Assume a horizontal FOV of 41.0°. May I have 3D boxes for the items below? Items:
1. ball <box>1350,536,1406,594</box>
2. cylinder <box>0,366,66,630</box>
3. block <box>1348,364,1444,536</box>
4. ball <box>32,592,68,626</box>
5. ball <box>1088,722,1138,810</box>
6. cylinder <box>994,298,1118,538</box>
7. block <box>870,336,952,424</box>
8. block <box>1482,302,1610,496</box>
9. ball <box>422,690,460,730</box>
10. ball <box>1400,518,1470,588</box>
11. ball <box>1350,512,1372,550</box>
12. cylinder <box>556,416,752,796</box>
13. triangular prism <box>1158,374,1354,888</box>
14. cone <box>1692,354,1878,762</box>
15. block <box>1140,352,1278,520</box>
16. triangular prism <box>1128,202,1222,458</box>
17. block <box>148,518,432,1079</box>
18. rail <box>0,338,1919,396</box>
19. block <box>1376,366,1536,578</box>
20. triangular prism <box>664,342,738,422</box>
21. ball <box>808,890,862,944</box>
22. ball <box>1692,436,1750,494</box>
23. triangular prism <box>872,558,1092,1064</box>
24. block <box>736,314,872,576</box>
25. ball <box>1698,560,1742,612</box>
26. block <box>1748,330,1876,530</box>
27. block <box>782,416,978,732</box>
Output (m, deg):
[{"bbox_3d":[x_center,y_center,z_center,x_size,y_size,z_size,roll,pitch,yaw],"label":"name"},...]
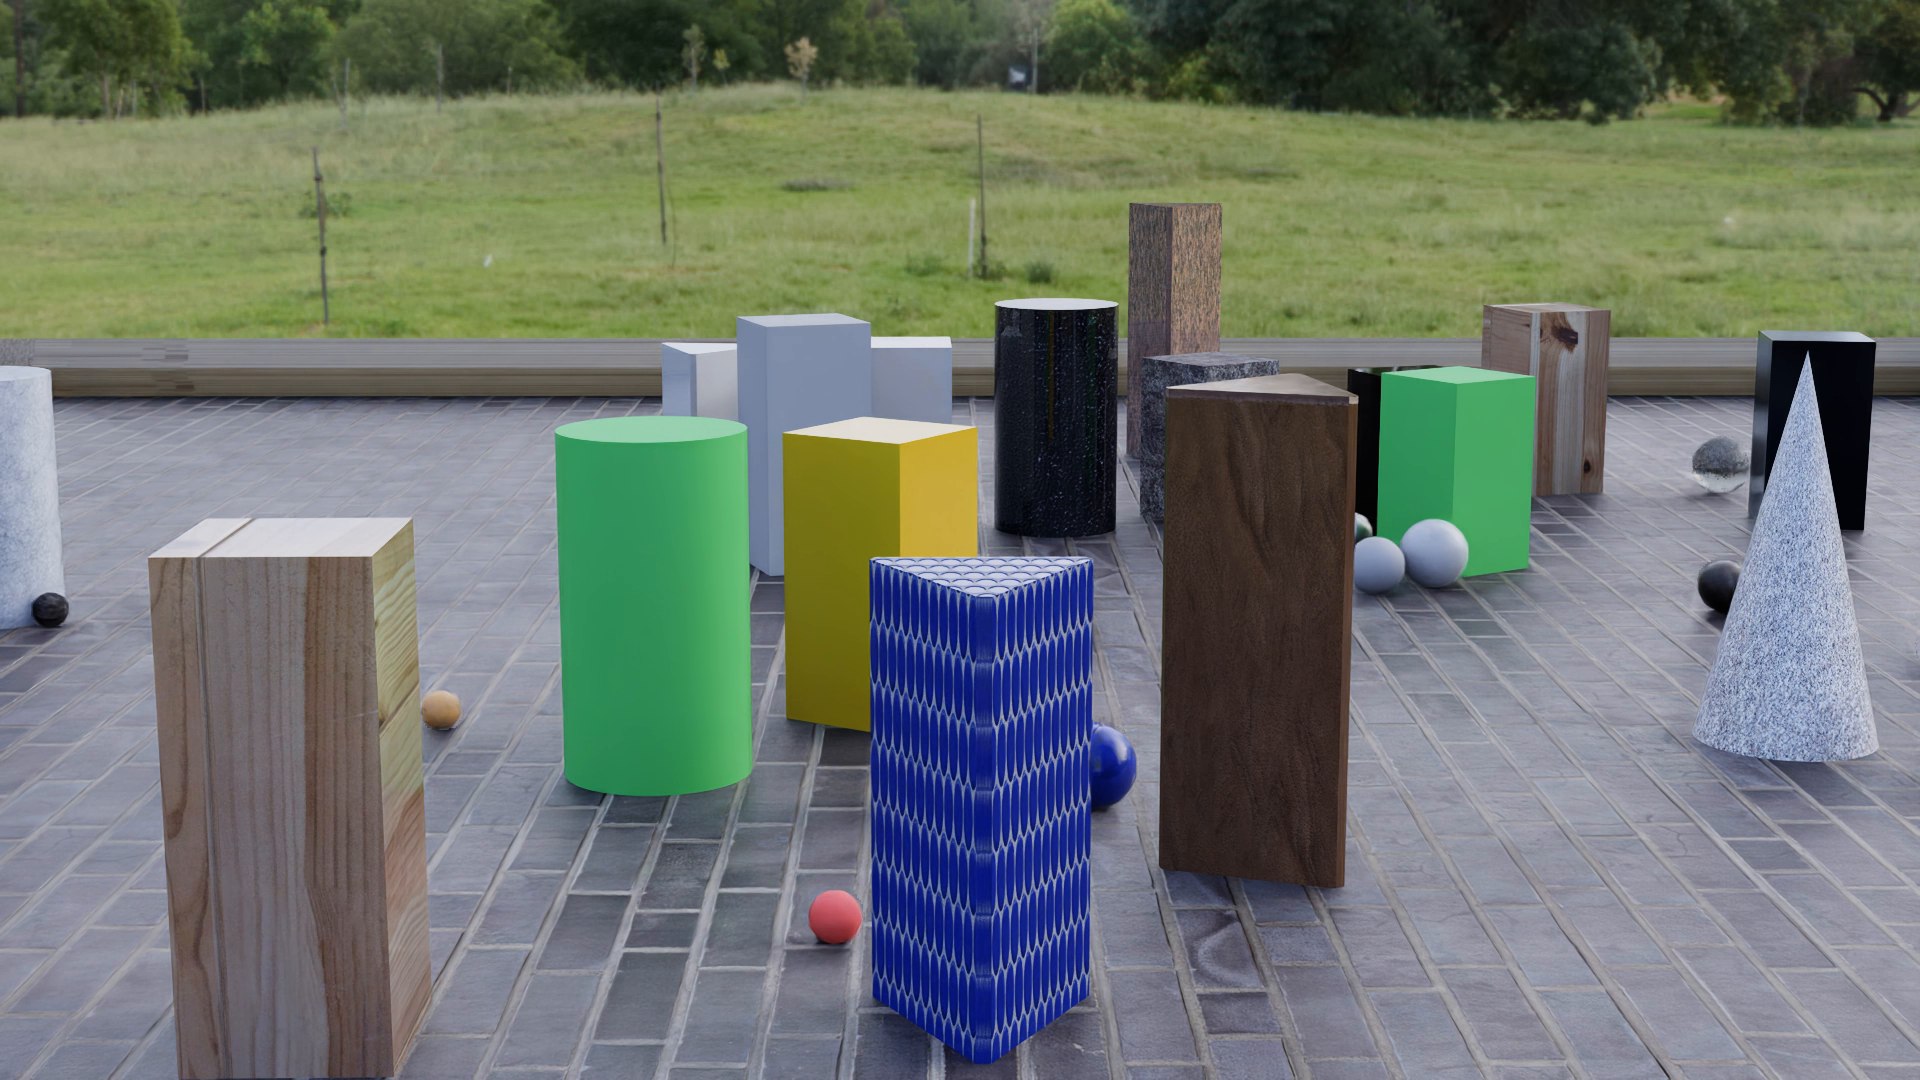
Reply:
[{"bbox_3d":[0.578,0.036,3.564,0.081,0.081,0.081,0,11,0],"label":"ball"},{"bbox_3d":[-1.298,-0.058,3.403,0.195,0.325,0.195,0,11,0],"label":"cylinder"},{"bbox_3d":[0.713,-0.138,4.027,0.156,0.253,0.156,-4,11,-21],"label":"block"},{"bbox_3d":[-1.192,0.091,3.362,0.045,0.045,0.045,0,11,0],"label":"ball"},{"bbox_3d":[0.132,0.224,2.538,0.086,0.086,0.086,0,11,0],"label":"ball"},{"bbox_3d":[0.152,-0.196,4.061,0.195,0.355,0.195,0,11,0],"label":"cylinder"},{"bbox_3d":[-0.092,-0.159,4.012,0.156,0.301,0.156,0,11,-1],"label":"block"},{"bbox_3d":[1.010,-0.246,4.445,0.156,0.314,0.156,-3,11,-18],"label":"block"},{"bbox_3d":[-0.576,0.188,2.844,0.043,0.043,0.043,0,11,0],"label":"ball"},{"bbox_3d":[0.667,0.018,3.611,0.098,0.098,0.098,0,11,0],"label":"ball"},{"bbox_3d":[0.595,-0.012,3.883,0.058,0.058,0.058,0,11,0],"label":"ball"},{"bbox_3d":[-0.315,0.064,2.649,0.195,0.360,0.195,0,11,0],"label":"cylinder"},{"bbox_3d":[0.287,0.076,2.355,0.169,0.443,0.146,4,11,20],"label":"triangular prism"},{"bbox_3d":[0.903,0.007,2.771,0.195,0.426,0.195,0,11,0],"label":"cone"},{"bbox_3d":[0.403,-0.165,4.159,0.156,0.258,0.156,-7,13,-34],"label":"block"},{"bbox_3d":[0.374,-0.388,4.777,0.146,0.472,0.169,8,13,38],"label":"triangular prism"},{"bbox_3d":[-0.492,0.187,1.909,0.156,0.386,0.156,0,11,-1],"label":"block"},{"bbox_3d":[-0.013,-0.381,5.677,4.407,0.127,0.045,0,11,0],"label":"rail"},{"bbox_3d":[0.724,-0.102,3.755,0.156,0.282,0.156,-7,13,-33],"label":"block"},{"bbox_3d":[-0.403,-0.150,3.960,0.146,0.301,0.169,8,13,38],"label":"triangular prism"},{"bbox_3d":[-0.105,0.316,2.151,0.045,0.045,0.045,0,11,0],"label":"ball"},{"bbox_3d":[1.306,-0.128,4.401,0.097,0.097,0.097,0,11,0],"label":"ball"},{"bbox_3d":[0.038,0.194,1.969,0.146,0.352,0.169,-6,12,-30],"label":"triangular prism"},{"bbox_3d":[-0.229,-0.143,3.763,0.156,0.360,0.156,-4,11,-20],"label":"block"},{"bbox_3d":[1.029,0.062,3.452,0.070,0.070,0.070,0,11,0],"label":"ball"},{"bbox_3d":[1.366,-0.179,4.121,0.156,0.299,0.156,2,11,9],"label":"block"},{"bbox_3d":[-0.088,0.037,2.888,0.156,0.325,0.156,7,12,32],"label":"block"}]
